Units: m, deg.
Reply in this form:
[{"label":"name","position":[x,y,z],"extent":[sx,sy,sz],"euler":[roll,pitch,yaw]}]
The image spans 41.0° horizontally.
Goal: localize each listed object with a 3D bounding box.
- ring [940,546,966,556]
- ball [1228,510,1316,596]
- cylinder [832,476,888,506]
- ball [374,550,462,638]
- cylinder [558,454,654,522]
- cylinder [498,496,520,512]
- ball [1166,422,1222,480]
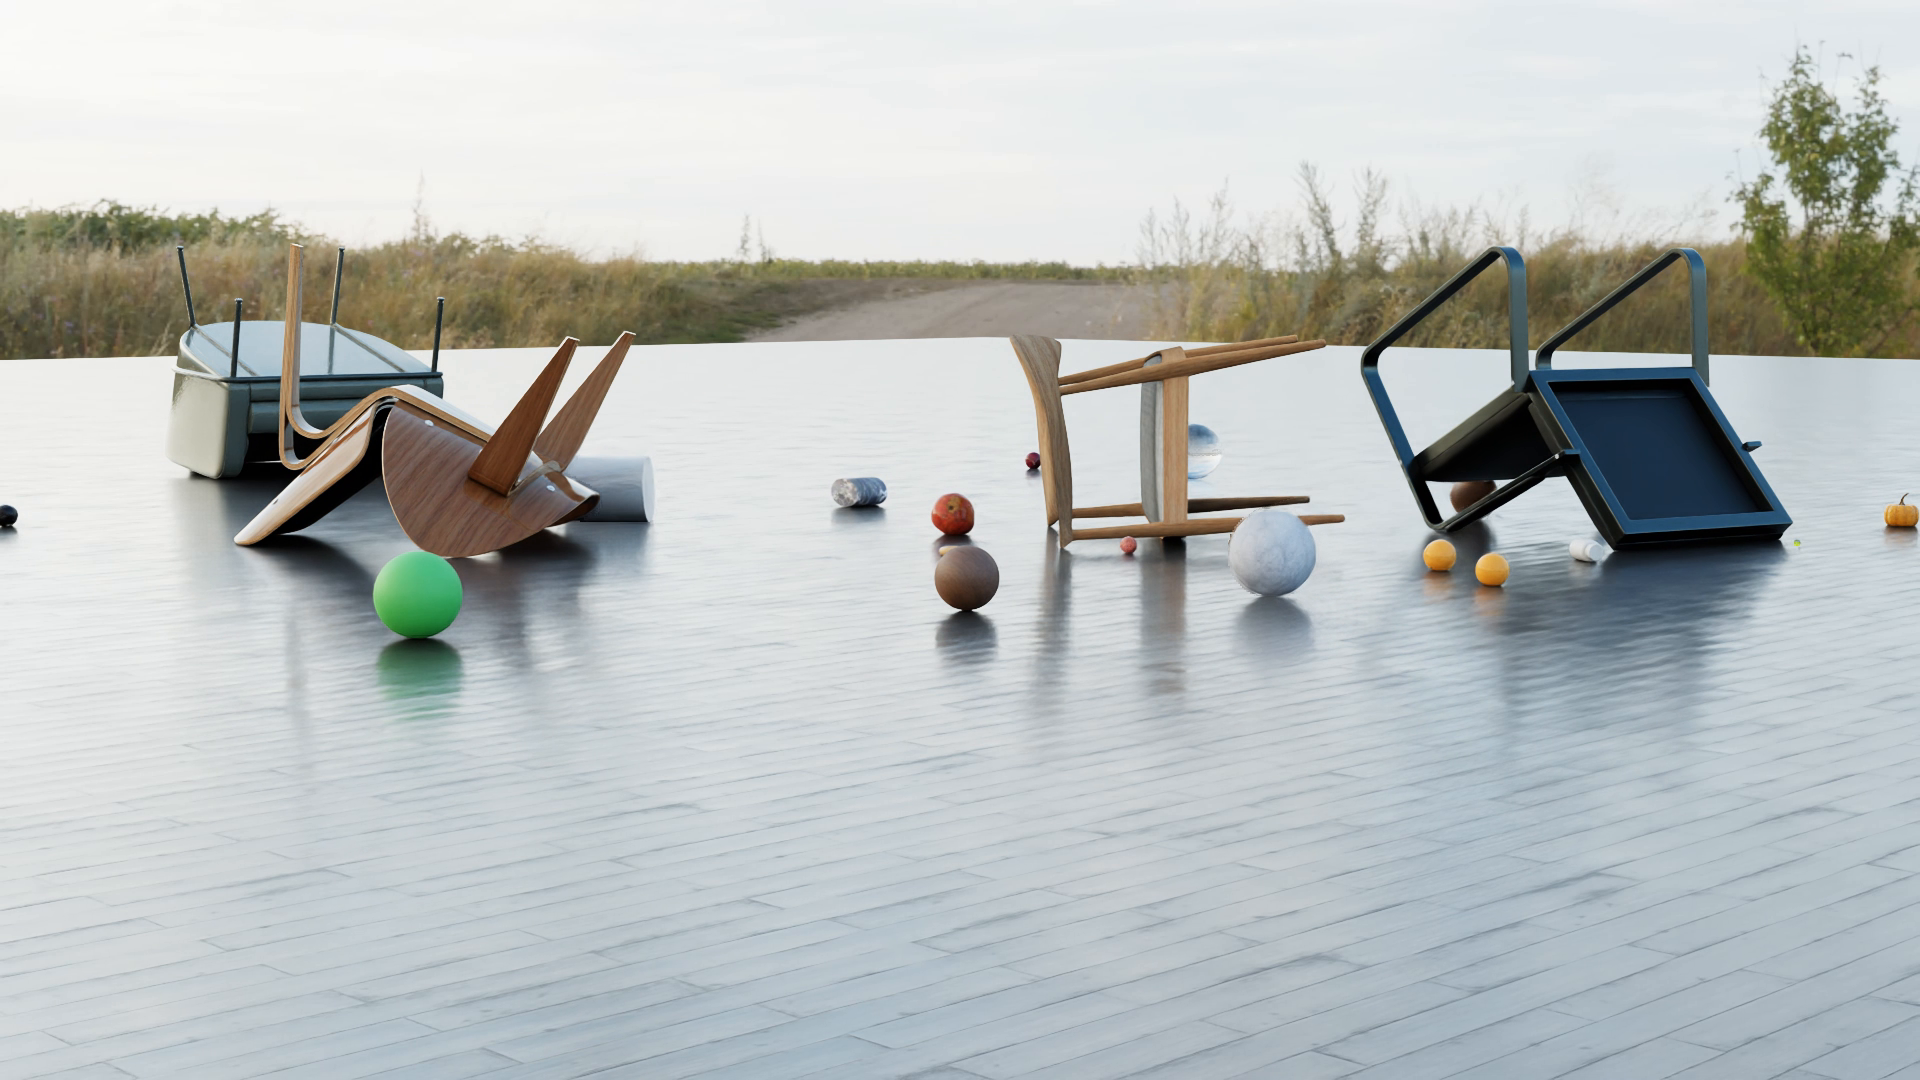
[{"label":"ring","position":[-0.017,0.027,6.056],"extent":[0.061,0.021,0.068],"euler":[5,6,32]},{"label":"ball","position":[0.644,0.027,5.280],"extent":[0.179,0.179,0.179],"euler":[0,6,0]},{"label":"cylinder","position":[-0.289,-0.139,7.368],"extent":[0.111,0.080,0.121],"euler":[-5,12,-41]},{"label":"ball","position":[-0.986,0.099,4.668],"extent":[0.160,0.160,0.160],"euler":[0,6,0]},{"label":"cylinder","position":[-0.944,-0.139,6.867],"extent":[0.224,0.177,0.235],"euler":[0,-14,1]},{"label":"cylinder","position":[-1.267,-0.099,7.191],"extent":[0.060,0.038,0.084],"euler":[-1,6,-6]},{"label":"ball","position":[0.757,-0.288,8.312],"extent":[0.184,0.184,0.184],"euler":[0,6,0]}]
